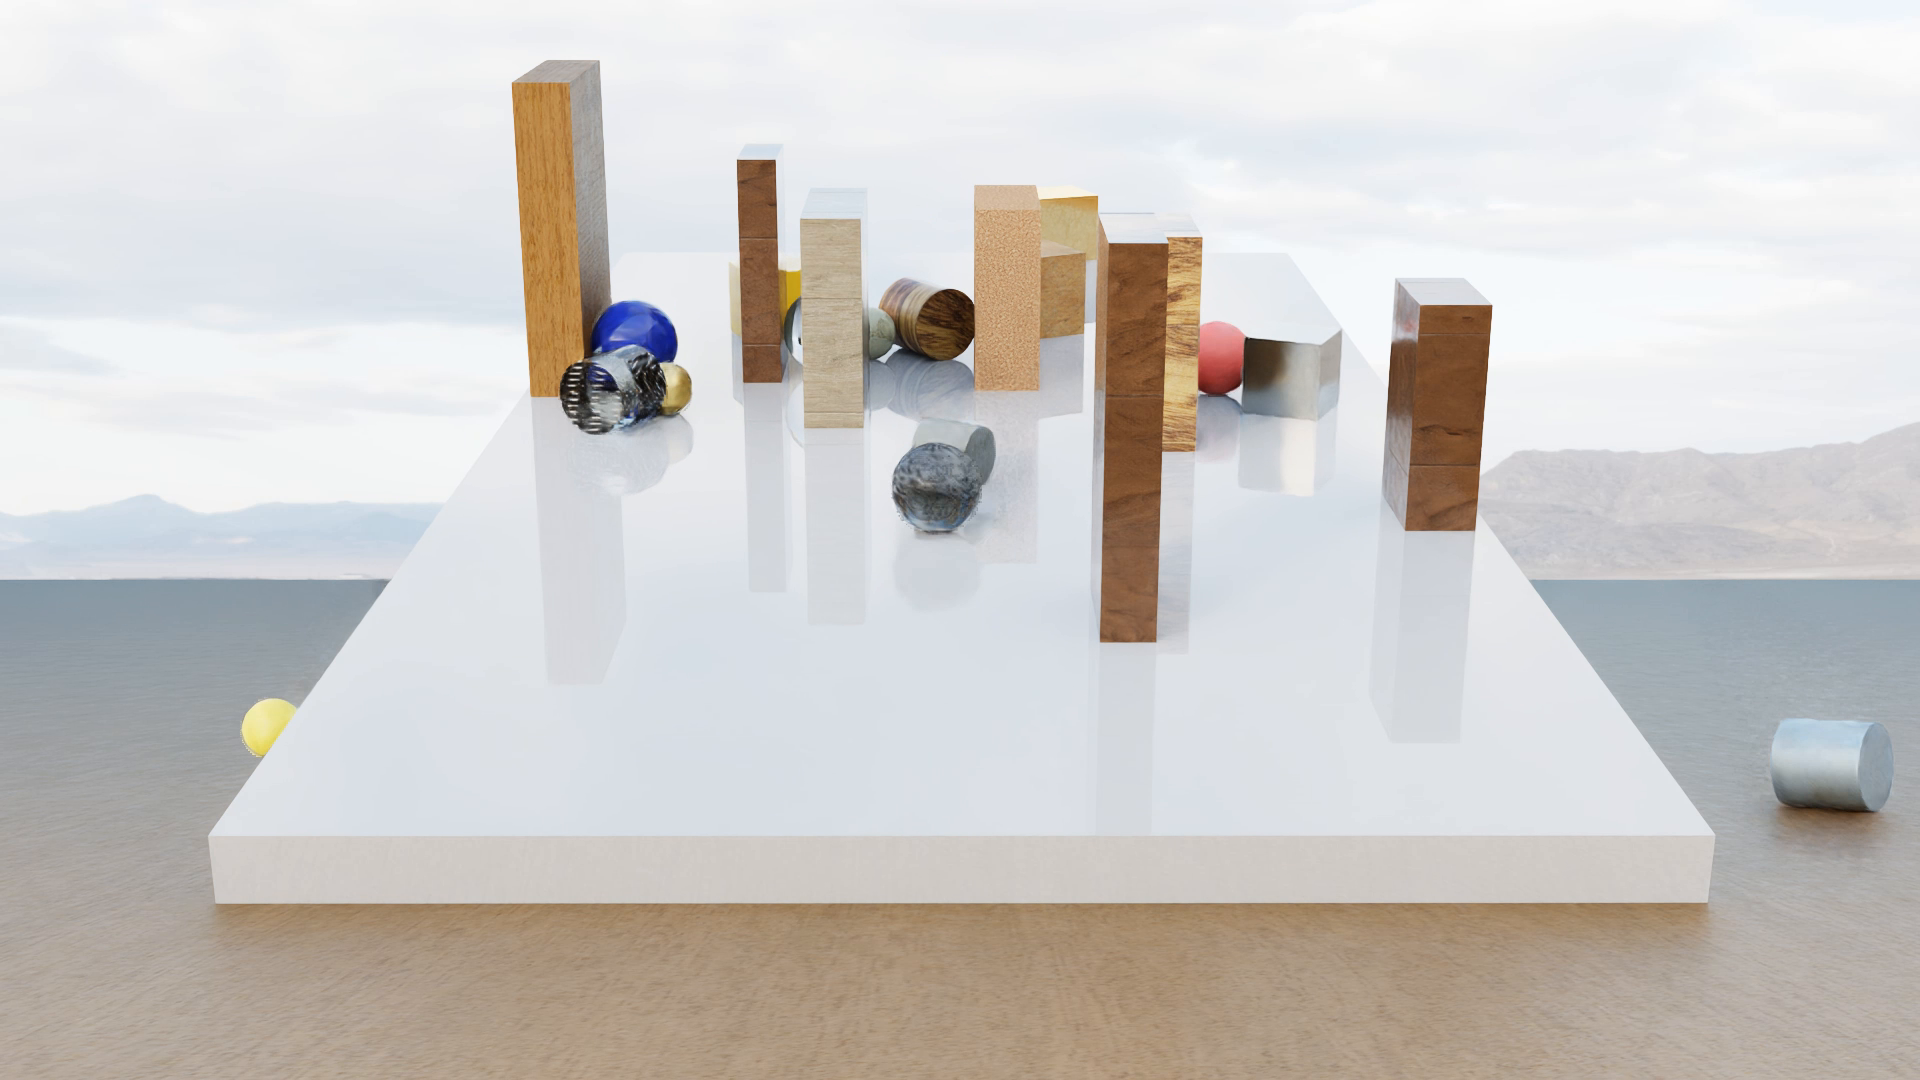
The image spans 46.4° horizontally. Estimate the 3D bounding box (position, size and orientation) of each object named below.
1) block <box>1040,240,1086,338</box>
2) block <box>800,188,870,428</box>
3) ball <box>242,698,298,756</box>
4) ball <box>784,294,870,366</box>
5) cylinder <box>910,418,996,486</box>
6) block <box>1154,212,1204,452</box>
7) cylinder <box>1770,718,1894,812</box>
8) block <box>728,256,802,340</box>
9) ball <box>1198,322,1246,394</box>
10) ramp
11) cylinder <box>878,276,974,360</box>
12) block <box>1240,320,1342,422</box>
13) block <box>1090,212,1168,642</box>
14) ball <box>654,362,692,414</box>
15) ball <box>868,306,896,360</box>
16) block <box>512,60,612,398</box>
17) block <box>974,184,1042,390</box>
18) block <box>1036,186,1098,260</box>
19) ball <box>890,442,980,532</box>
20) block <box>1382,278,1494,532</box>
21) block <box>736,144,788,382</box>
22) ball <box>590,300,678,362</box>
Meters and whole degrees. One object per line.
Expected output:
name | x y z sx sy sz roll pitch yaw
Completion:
block | 0.178 -0.643 5.760 0.210 0.210 0.210 -9 21 -27
block | -0.275 -0.524 5.002 0.129 0.460 0.394 0 18 0
ball | -1.652 0.452 5.392 0.141 0.141 0.141 0 -1 0
ball | -0.316 -0.499 5.327 0.207 0.207 0.207 0 -1 0
cylinder | -0.013 -0.175 4.485 0.124 0.124 0.124 11 5 30
block | 0.446 -0.446 4.778 0.098 0.456 0.284 0 18 0
cylinder | 1.640 0.422 4.216 0.165 0.165 0.165 -1 -1 44
block | -0.476 -0.610 5.702 0.181 0.181 0.181 -6 19 -19
ball | 0.589 -0.418 5.148 0.169 0.169 0.169 0 -1 0
ramp | -0.004 -0.191 4.888 2.000 0.100 4.000 0 18 0
cylinder | -0.081 -0.546 5.520 0.177 0.177 0.177 1 15 -35
block | 0.744 -0.380 5.024 0.175 0.175 0.175 8 20 23
block | 0.274 -0.187 3.678 0.092 0.657 0.271 0 18 0
ball | -0.653 -0.338 4.986 0.117 0.117 0.117 0 -1 0
ball | -0.221 -0.505 5.467 0.131 0.131 0.131 0 -1 0
block | -0.921 -0.735 5.239 0.127 0.711 0.447 0 18 0
block | 0.109 -0.599 5.292 0.149 0.422 0.340 0 18 0
block | 0.284 -0.942 6.690 0.192 0.192 0.192 -7 20 -20
ball | -0.045 -0.098 4.184 0.168 0.168 0.168 0 -1 0
block | 0.902 -0.260 4.257 0.133 0.432 0.244 0 18 0
block | -0.465 -0.656 5.300 0.090 0.523 0.245 0 18 0
ball | -0.757 -0.460 5.217 0.201 0.201 0.201 0 -1 0
